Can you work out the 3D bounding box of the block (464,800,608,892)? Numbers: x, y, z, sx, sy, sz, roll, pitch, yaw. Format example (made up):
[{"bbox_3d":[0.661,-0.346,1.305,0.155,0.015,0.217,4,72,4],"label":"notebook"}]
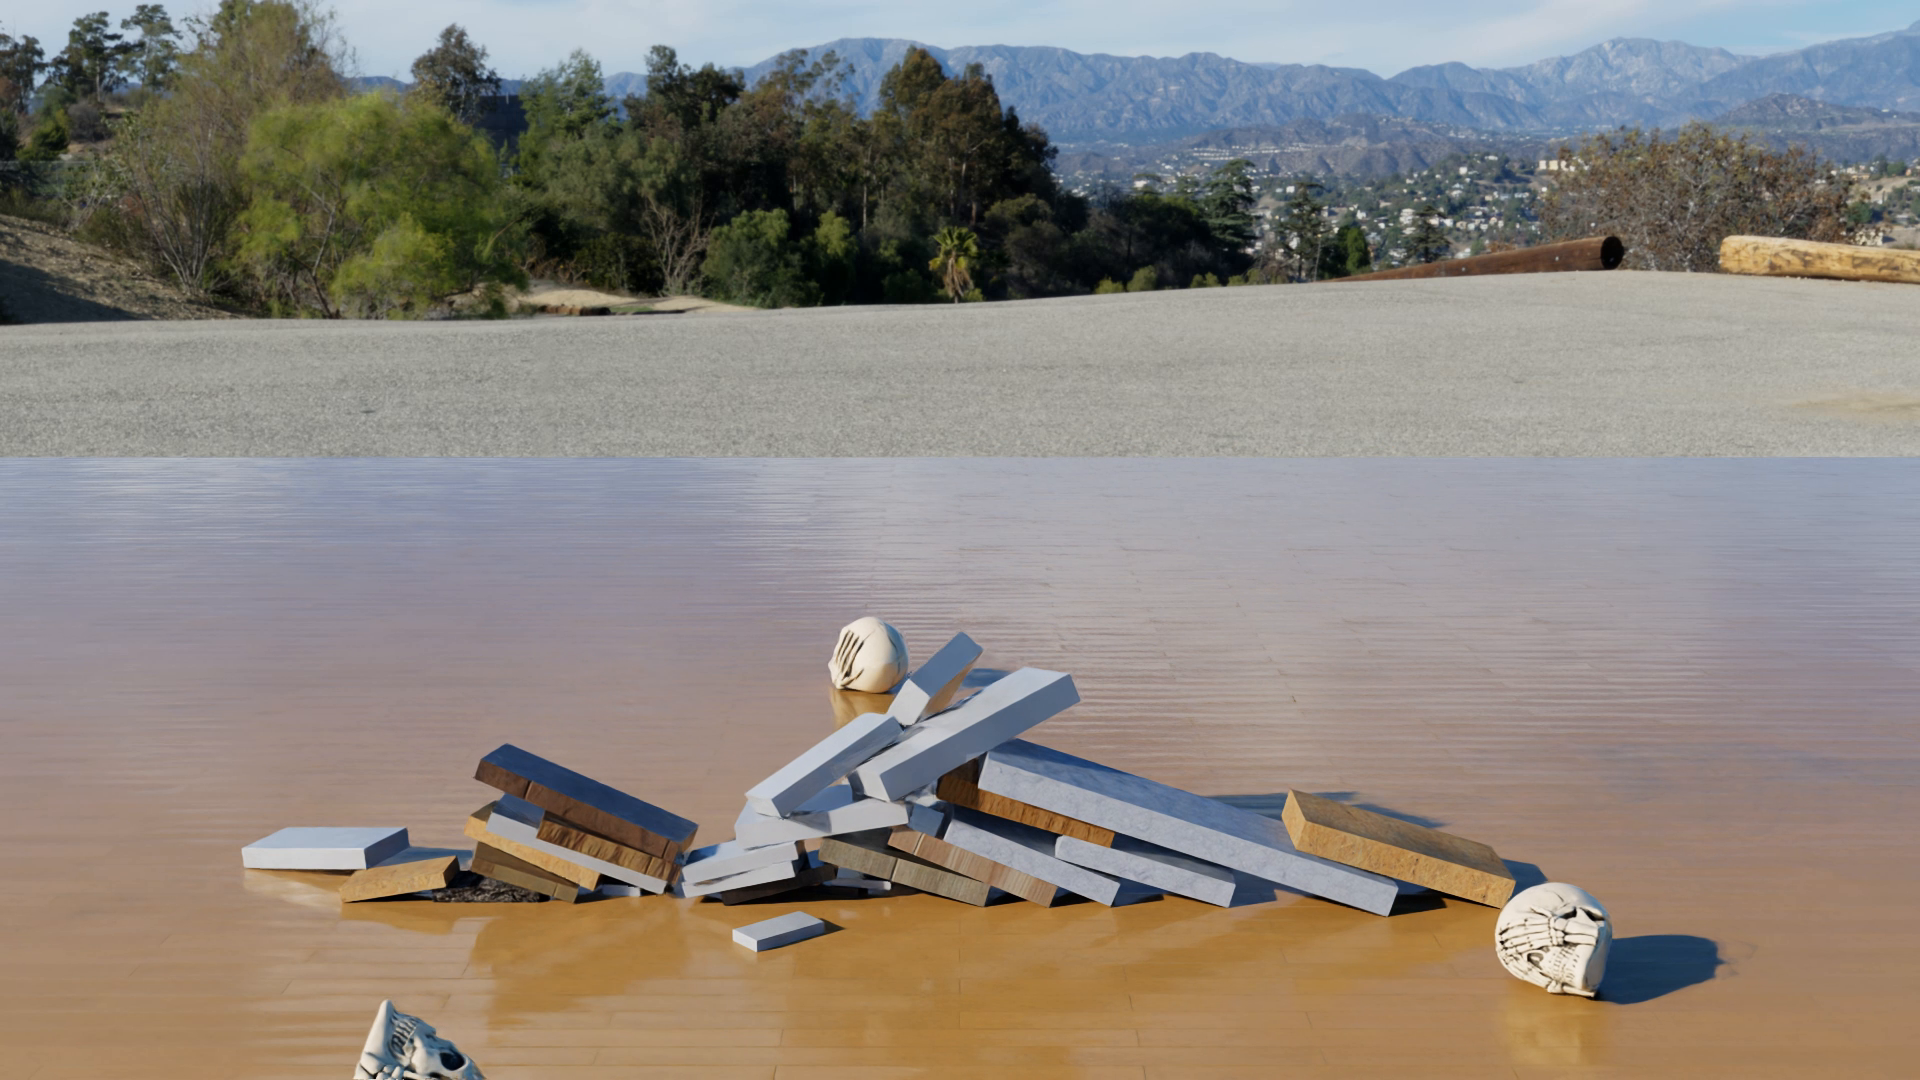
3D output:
[{"bbox_3d":[-0.700,0.511,3.695,0.239,0.034,0.120,23,9,6],"label":"block"}]

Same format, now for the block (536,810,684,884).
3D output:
[{"bbox_3d":[-0.575,0.496,3.640,0.239,0.034,0.120,20,9,-9],"label":"block"}]

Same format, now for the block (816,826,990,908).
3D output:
[{"bbox_3d":[-0.091,0.530,3.665,0.284,0.040,0.142,16,10,-2],"label":"block"}]

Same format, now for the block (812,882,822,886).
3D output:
[{"bbox_3d":[-0.261,0.562,3.689,0.103,0.015,0.051,-7,13,42],"label":"block"}]

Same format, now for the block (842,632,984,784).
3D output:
[{"bbox_3d":[-0.096,0.327,3.842,0.050,0.356,0.178,39,40,9],"label":"block"}]

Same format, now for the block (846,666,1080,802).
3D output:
[{"bbox_3d":[0.001,0.318,3.641,0.369,0.050,0.178,-26,10,-21],"label":"block"}]

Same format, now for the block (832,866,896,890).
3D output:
[{"bbox_3d":[-0.158,0.566,3.678,0.103,0.015,0.051,3,11,13],"label":"block"}]

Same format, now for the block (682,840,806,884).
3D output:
[{"bbox_3d":[-0.355,0.519,3.627,0.191,0.027,0.095,-14,10,5],"label":"block"}]

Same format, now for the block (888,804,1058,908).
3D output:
[{"bbox_3d":[0.022,0.518,3.660,0.284,0.040,0.142,22,10,-3],"label":"block"}]

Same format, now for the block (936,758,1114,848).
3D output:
[{"bbox_3d":[0.109,0.428,3.646,0.295,0.042,0.148,16,10,-3],"label":"block"}]

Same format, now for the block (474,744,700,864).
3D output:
[{"bbox_3d":[-0.620,0.437,3.664,0.359,0.036,0.126,22,9,5],"label":"block"}]

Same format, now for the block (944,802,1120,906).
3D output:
[{"bbox_3d":[0.119,0.513,3.661,0.295,0.042,0.148,22,10,-4],"label":"block"}]

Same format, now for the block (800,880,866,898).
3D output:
[{"bbox_3d":[-0.211,0.579,3.688,0.103,0.015,0.051,3,11,16],"label":"block"}]

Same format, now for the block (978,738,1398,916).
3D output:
[{"bbox_3d":[0.370,0.464,3.626,0.697,0.051,0.180,18,10,-3],"label":"block"}]

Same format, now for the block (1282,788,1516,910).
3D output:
[{"bbox_3d":[0.727,0.514,3.668,0.360,0.051,0.180,16,10,-2],"label":"block"}]

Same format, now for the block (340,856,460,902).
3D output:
[{"bbox_3d":[-0.932,0.564,3.660,0.176,0.025,0.088,-9,10,4],"label":"block"}]

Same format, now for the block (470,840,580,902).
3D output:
[{"bbox_3d":[-0.718,0.547,3.639,0.176,0.025,0.088,20,10,-12],"label":"block"}]

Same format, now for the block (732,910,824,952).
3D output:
[{"bbox_3d":[-0.286,0.617,3.472,0.131,0.018,0.065,-9,14,-40],"label":"block"}]

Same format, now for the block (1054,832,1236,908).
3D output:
[{"bbox_3d":[0.305,0.528,3.664,0.295,0.042,0.148,16,10,-2],"label":"block"}]

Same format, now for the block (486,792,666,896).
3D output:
[{"bbox_3d":[-0.630,0.506,3.674,0.308,0.034,0.120,21,9,-4],"label":"block"}]

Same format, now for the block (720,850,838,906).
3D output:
[{"bbox_3d":[-0.298,0.556,3.649,0.191,0.027,0.095,-14,10,3],"label":"block"}]

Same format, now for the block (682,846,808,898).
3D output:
[{"bbox_3d":[-0.355,0.545,3.637,0.191,0.027,0.095,-13,10,11],"label":"block"}]

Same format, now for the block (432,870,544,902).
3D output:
[{"bbox_3d":[-0.781,0.578,3.667,0.176,0.025,0.088,0,11,0],"label":"block"}]

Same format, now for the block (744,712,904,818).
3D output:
[{"bbox_3d":[-0.224,0.369,3.630,0.252,0.036,0.126,-33,12,-23],"label":"block"}]

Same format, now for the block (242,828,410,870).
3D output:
[{"bbox_3d":[-1.097,0.532,3.805,0.252,0.036,0.126,-3,9,21],"label":"block"}]

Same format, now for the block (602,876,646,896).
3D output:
[{"bbox_3d":[-0.553,0.571,3.720,0.065,0.018,0.131,2,11,9],"label":"block"}]

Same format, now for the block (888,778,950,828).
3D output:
[{"bbox_3d":[-0.062,0.453,3.948,0.180,0.051,0.360,-23,14,0],"label":"block"}]

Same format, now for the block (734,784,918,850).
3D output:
[{"bbox_3d":[-0.220,0.449,3.643,0.284,0.040,0.142,-9,10,6],"label":"block"}]
